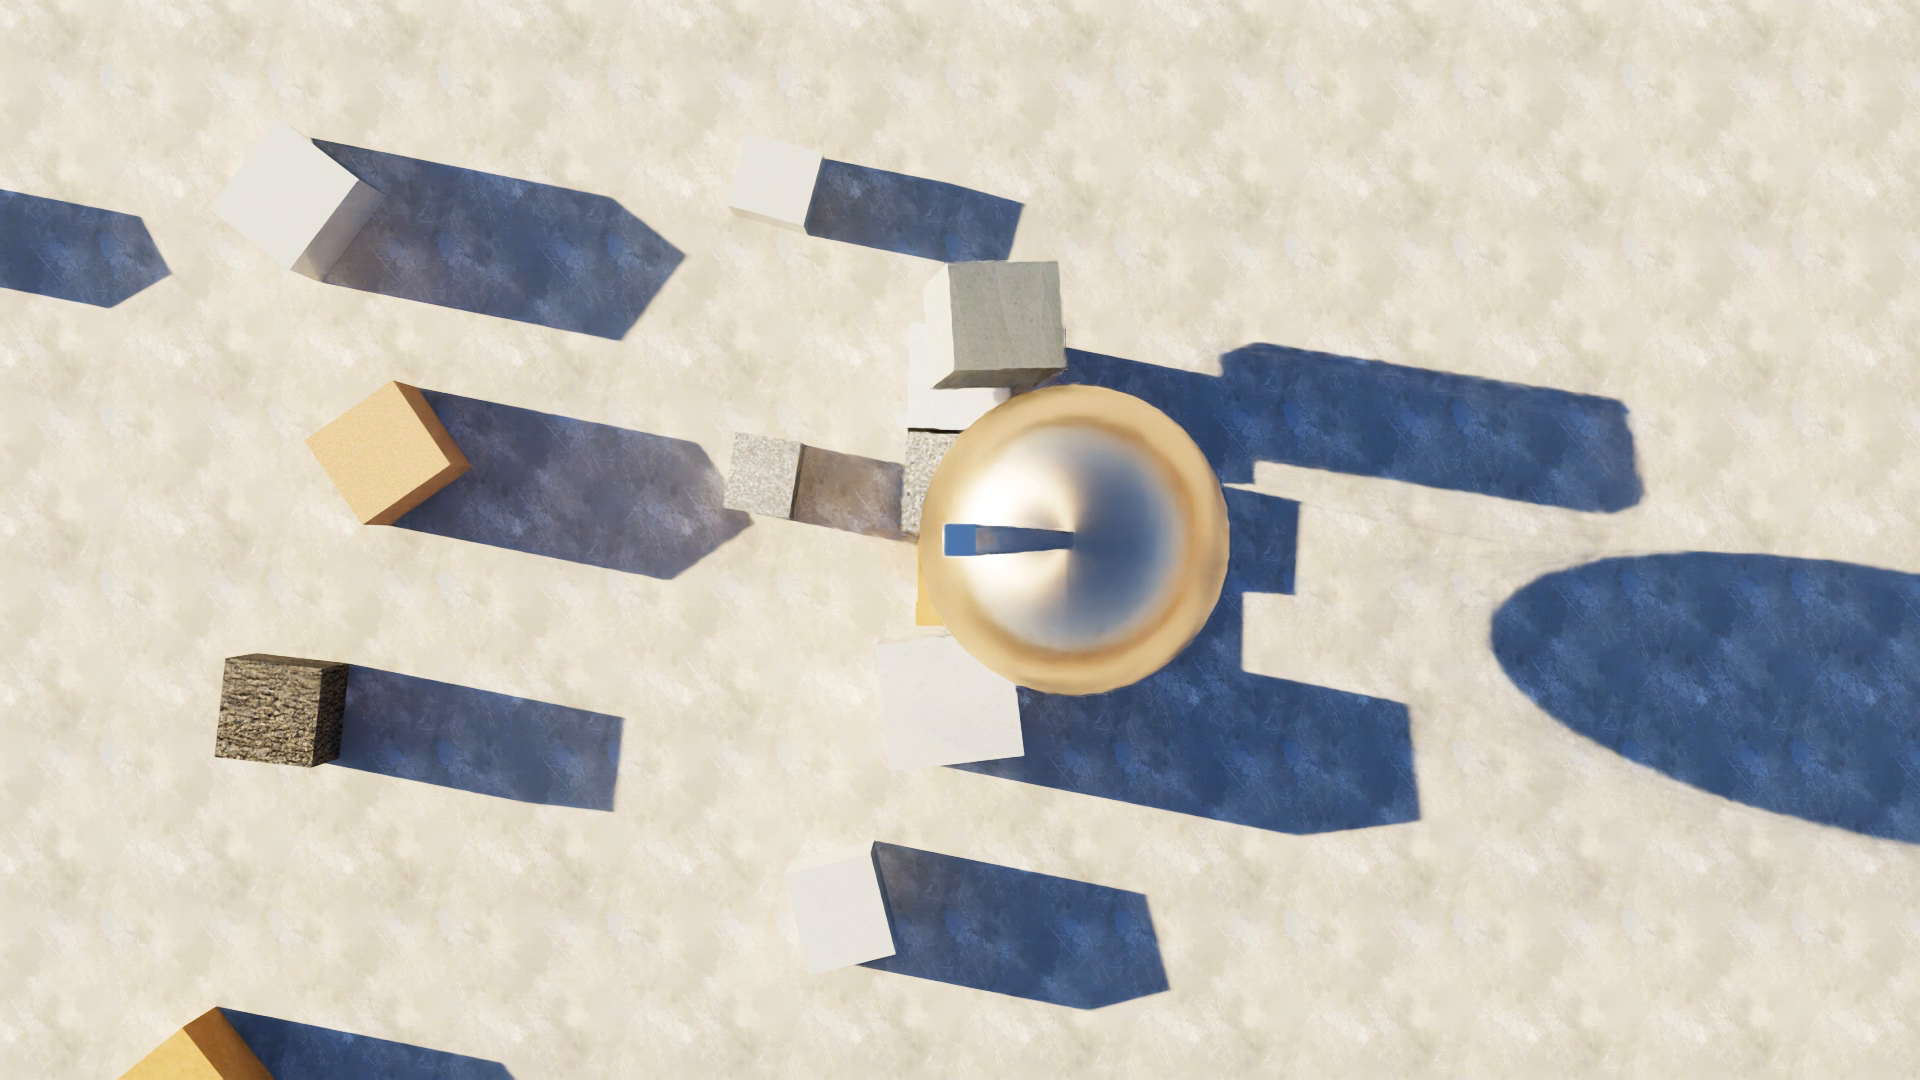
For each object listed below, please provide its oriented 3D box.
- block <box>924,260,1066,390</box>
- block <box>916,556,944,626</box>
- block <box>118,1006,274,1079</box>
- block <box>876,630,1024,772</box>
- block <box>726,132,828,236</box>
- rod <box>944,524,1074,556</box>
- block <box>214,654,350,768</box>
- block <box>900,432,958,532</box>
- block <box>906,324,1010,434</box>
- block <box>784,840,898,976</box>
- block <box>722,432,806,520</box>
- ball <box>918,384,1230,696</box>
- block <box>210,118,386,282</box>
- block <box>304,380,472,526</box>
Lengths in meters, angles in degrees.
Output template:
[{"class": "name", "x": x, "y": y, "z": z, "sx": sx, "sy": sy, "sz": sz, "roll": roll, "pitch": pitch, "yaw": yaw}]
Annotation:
[{"class": "block", "x": 0.178, "y": -1.175, "z": 12.111, "sx": 0.608, "sy": 0.711, "sz": 0.578, "roll": -3, "pitch": 86, "yaw": -12}, {"class": "block", "x": -0.010, "y": 0.237, "z": 12.753, "sx": 0.468, "sy": 0.494, "sz": 0.501, "roll": 1, "pitch": 90, "yaw": 0}, {"class": "block", "x": -4.460, "y": 3.182, "z": 12.713, "sx": 0.633, "sy": 0.575, "sz": 0.588, "roll": -39, "pitch": 90, "yaw": 0}, {"class": "block", "x": -0.057, "y": 0.889, "z": 12.595, "sx": 0.749, "sy": 0.810, "sz": 0.706, "roll": -7, "pitch": 90, "yaw": 0}, {"class": "block", "x": -1.061, "y": -2.070, "z": 12.802, "sx": 0.455, "sy": 0.397, "sz": 0.435, "roll": 15, "pitch": 90, "yaw": 0}, {"class": "rod", "x": 0.253, "y": 0.000, "z": 7.917, "sx": 0.080, "sy": 5.200, "sz": 0.080, "roll": 0, "pitch": 90, "yaw": 6}, {"class": "block", "x": -3.915, "y": 0.979, "z": 12.723, "sx": 0.553, "sy": 0.553, "sz": 0.565, "roll": 6, "pitch": 90, "yaw": 0}, {"class": "block", "x": -0.030, "y": -0.314, "z": 12.703, "sx": 0.572, "sy": 0.593, "sz": 0.562, "roll": 4, "pitch": 90, "yaw": 0}, {"class": "block", "x": -0.001, "y": -0.924, "z": 12.752, "sx": 0.585, "sy": 0.495, "sz": 0.593, "roll": 3, "pitch": 90, "yaw": 0}, {"class": "block", "x": -0.682, "y": 2.121, "z": 12.726, "sx": 0.505, "sy": 0.548, "sz": 0.589, "roll": -14, "pitch": 90, "yaw": 0}, {"class": "block", "x": -1.136, "y": -0.373, "z": 12.812, "sx": 0.383, "sy": 0.376, "sz": 0.443, "roll": 9, "pitch": 90, "yaw": 0}, {"class": "ball", "x": 0.585, "y": 0.000, "z": 11.301, "sx": 1.600, "sy": 1.600, "sz": 1.600, "roll": 0, "pitch": 90, "yaw": 0}, {"class": "block", "x": -3.812, "y": -1.951, "z": 12.697, "sx": 0.572, "sy": 0.606, "sz": 0.644, "roll": 37, "pitch": 90, "yaw": 0}, {"class": "block", "x": -3.294, "y": -0.495, "z": 12.717, "sx": 0.604, "sy": 0.567, "sz": 0.579, "roll": -34, "pitch": 90, "yaw": 0}]
